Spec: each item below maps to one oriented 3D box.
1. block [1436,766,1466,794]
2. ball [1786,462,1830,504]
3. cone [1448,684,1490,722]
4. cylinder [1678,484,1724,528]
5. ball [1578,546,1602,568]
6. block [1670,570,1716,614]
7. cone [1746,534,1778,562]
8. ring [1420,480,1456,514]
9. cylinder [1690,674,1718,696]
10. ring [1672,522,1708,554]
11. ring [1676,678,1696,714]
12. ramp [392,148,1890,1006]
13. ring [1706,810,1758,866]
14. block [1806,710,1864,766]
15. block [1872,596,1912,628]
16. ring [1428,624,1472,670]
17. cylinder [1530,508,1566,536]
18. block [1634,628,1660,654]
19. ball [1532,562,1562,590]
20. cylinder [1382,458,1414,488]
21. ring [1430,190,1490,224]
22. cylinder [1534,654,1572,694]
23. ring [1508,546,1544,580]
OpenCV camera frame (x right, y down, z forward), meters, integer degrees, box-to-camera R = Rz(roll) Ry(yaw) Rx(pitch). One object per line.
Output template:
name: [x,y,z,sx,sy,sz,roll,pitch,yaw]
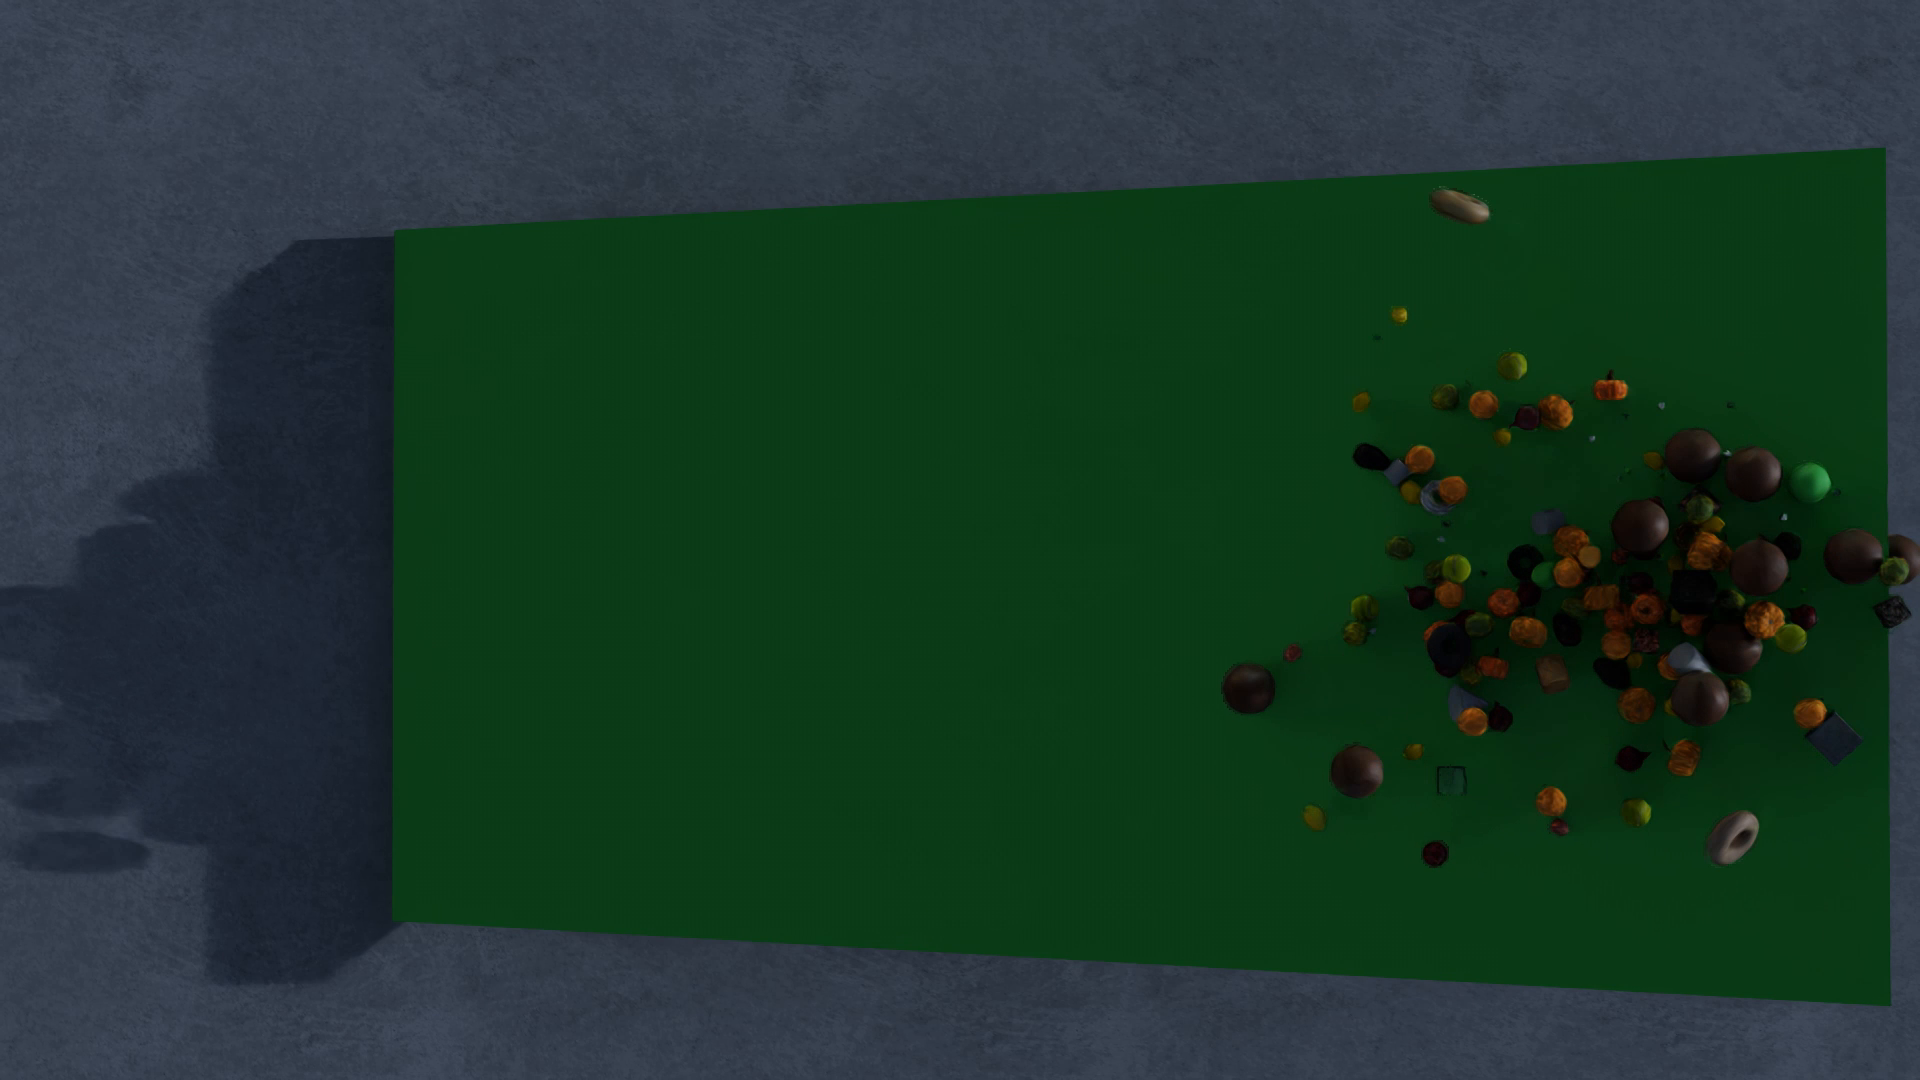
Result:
block: [1.205,0.590,5.388,0.064,0.064,0.064,-3,79,18]
ball: [1.980,-0.132,5.133,0.096,0.096,0.096,0,89,0]
cone: [1.258,0.401,5.390,0.094,0.094,0.094,1,89,-9]
cylinder: [1.755,-0.082,5.215,0.076,0.076,0.076,-45,75,-1]
ball: [1.496,0.040,5.222,0.055,0.055,0.055,0,89,0]
block: [1.722,0.123,5.165,0.079,0.079,0.079,1,67,35]
cone: [1.876,0.032,5.176,0.067,0.067,0.067,-41,89,24]
ring: [1.177,-0.104,5.411,0.093,0.031,0.093,3,63,-7]
cylinder: [1.757,0.332,5.215,0.054,0.054,0.054,-30,64,0]
ring: [1.741,-0.006,5.246,0.078,0.026,0.078,0,90,17]
ring: [1.722,0.369,5.214,0.029,0.087,0.087,-17,89,8]
ramp: [0.276,0.092,5.790,4.000,0.100,2.000,0,89,18]
ring: [1.793,0.692,5.106,0.148,0.148,0.049,-46,46,-1]
block: [2.032,0.460,5.110,0.088,0.088,0.088,-46,77,15]
block: [2.158,0.166,5.092,0.055,0.055,0.055,-30,86,6]
ring: [1.191,0.259,5.347,0.110,0.037,0.110,0,87,-8]
cylinder: [1.423,-0.044,5.321,0.057,0.057,0.057,-10,89,-26]
block: [1.641,0.242,5.258,0.055,0.055,0.055,4,87,17]
ball: [1.417,0.087,5.310,0.072,0.072,0.072,0,89,0]
cylinder: [1.084,-0.168,5.449,0.053,0.053,0.053,-43,89,13]
ring: [1.104,-0.736,4.856,0.135,0.135,0.045,18,110,0]
cylinder: [1.430,0.323,5.306,0.071,0.071,0.071,-9,59,0]
ring: [1.380,0.055,5.362,0.086,0.029,0.086,0,91,19]
